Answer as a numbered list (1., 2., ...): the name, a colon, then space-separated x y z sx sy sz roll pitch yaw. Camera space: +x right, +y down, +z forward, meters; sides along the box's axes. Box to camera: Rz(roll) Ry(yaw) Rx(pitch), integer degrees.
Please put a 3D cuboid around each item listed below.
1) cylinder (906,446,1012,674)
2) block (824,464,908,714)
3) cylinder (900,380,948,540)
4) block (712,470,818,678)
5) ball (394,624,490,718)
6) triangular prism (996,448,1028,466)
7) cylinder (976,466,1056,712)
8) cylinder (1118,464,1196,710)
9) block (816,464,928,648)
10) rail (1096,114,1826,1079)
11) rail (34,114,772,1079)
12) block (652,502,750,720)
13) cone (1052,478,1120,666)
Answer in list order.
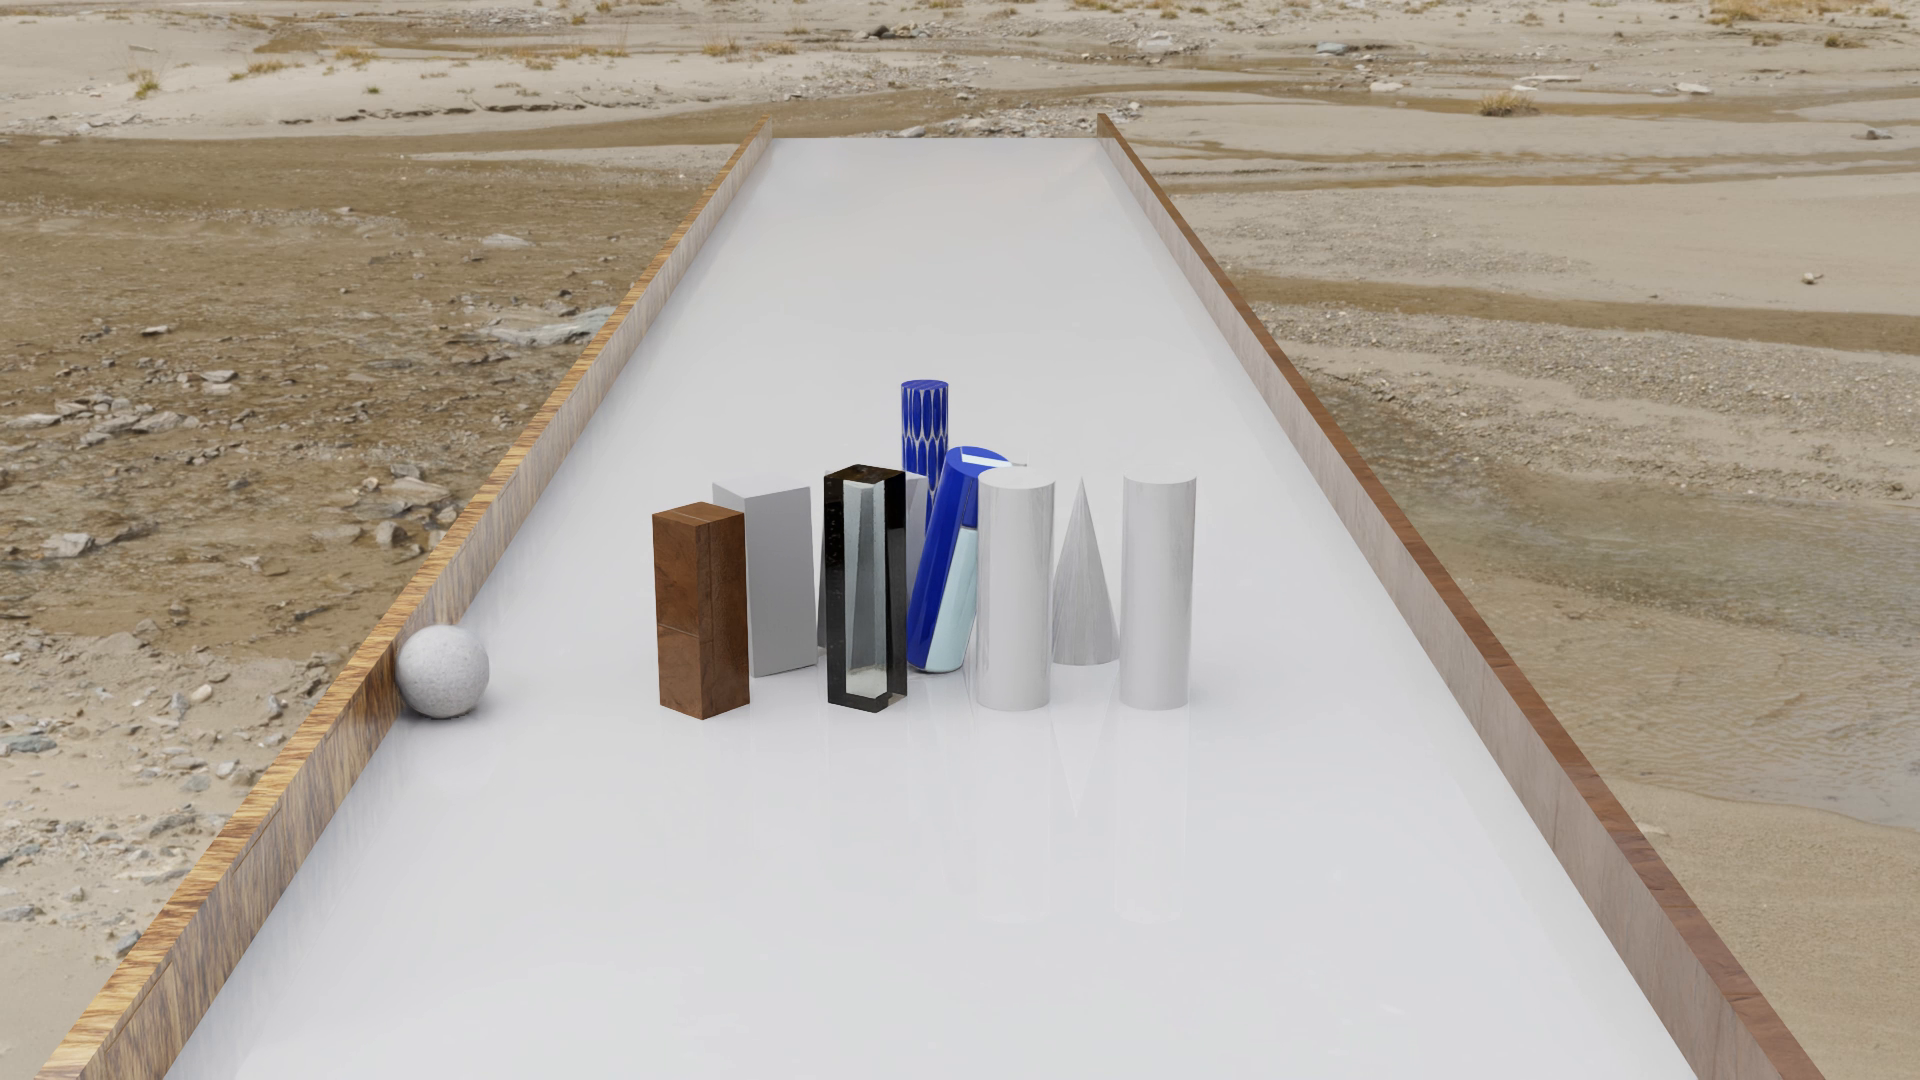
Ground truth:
1. cylinder: -0.010 0.041 4.285 0.133 0.439 0.133 11 28 -6
2. block: -0.177 0.091 4.139 0.110 0.445 0.110 10 19 30
3. cylinder: -0.077 -0.122 4.845 0.104 0.451 0.104 0 17 0
4. block: -0.385 0.066 4.353 0.142 0.367 0.142 -12 20 -30
5. ball: -0.966 0.244 4.103 0.174 0.174 0.174 0 17 0
6. triangular prism: 0.110 -0.013 4.654 0.135 0.351 0.117 11 20 32
7. cylinder: 0.104 0.092 4.139 0.144 0.439 0.144 0 19 0
8. cylinder: 0.371 0.090 4.147 0.136 0.443 0.136 0 17 0
9. block: -0.178 0.044 4.420 0.145 0.363 0.145 -8 18 -44
10. rail: 0.932 -0.844 7.801 0.050 0.150 12.000 0 17 -1
11. rail: -1.118 -0.838 7.780 0.050 0.150 12.000 0 17 -1
12. block: -0.485 0.131 4.124 0.121 0.377 0.121 14 22 40
13. cone: 0.241 0.048 4.416 0.179 0.370 0.179 0 17 0
